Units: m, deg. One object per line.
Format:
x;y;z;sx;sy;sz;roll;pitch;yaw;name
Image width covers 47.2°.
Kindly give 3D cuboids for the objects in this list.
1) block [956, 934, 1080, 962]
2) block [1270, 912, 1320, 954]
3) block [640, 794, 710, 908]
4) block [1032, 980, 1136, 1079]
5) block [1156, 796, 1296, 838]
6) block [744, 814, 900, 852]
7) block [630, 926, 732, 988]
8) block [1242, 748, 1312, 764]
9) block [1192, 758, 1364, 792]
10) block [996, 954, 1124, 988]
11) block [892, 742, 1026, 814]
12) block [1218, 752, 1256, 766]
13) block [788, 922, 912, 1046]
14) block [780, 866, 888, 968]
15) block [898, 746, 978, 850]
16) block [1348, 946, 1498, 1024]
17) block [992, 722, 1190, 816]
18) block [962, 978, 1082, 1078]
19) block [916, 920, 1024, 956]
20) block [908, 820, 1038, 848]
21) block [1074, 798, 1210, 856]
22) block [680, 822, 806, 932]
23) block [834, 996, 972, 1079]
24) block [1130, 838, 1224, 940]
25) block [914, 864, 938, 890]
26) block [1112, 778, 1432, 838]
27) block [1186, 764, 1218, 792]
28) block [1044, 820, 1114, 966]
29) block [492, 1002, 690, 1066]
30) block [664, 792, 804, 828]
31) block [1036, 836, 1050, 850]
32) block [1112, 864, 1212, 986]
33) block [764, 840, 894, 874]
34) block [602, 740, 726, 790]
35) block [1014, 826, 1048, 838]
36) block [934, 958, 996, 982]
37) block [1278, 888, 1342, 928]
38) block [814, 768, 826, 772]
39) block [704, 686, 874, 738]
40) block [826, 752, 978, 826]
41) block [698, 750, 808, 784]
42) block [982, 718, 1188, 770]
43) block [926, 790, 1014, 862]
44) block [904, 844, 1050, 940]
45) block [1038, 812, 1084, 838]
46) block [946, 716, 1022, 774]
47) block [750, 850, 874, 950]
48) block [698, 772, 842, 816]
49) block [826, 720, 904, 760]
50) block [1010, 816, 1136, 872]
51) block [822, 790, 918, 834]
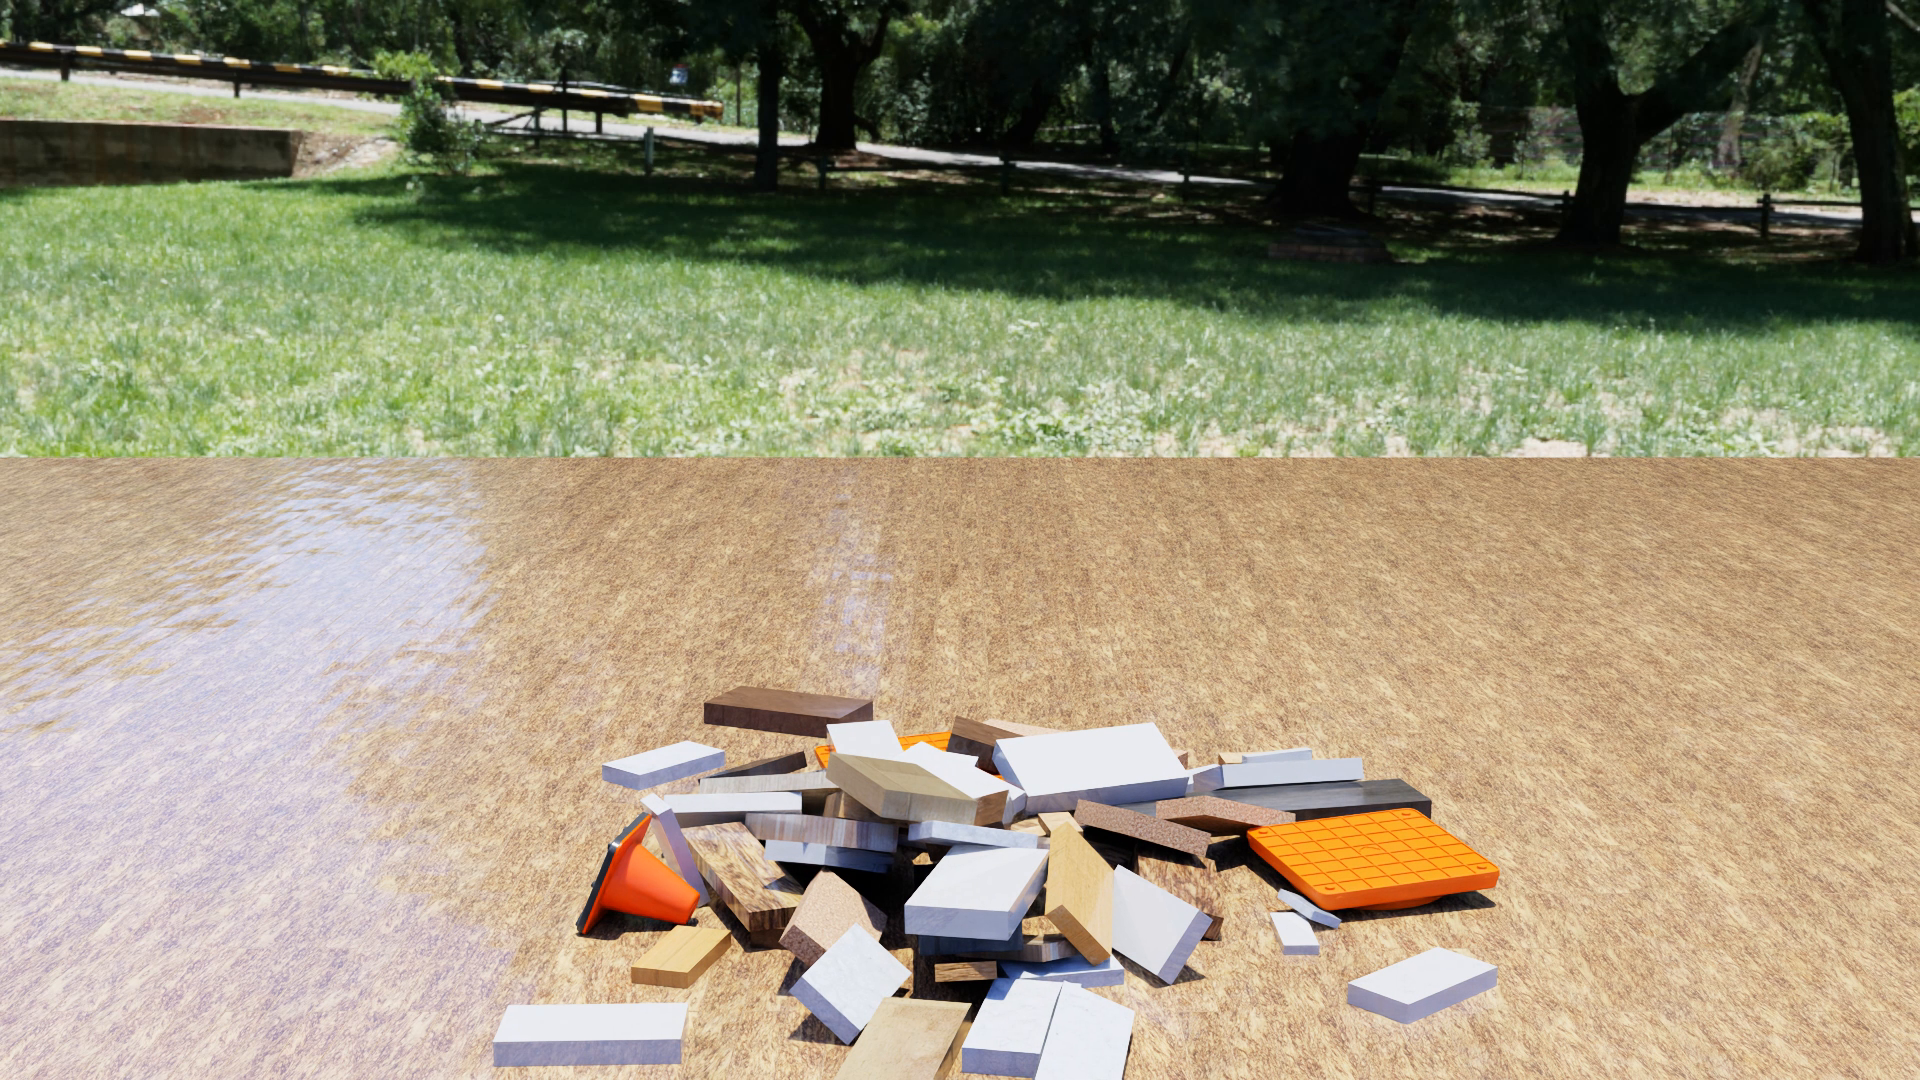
0.087;0.616;3.330;0.175;0.025;0.088;-6;-5;43;block
0.526;0.620;3.466;0.055;0.016;0.144;0;11;-1;block
-0.468;0.510;3.614;0.025;0.180;0.090;-27;20;-20;block
0.158;0.695;2.900;0.108;0.031;0.410;23;14;4;block
0.467;0.485;3.853;0.231;0.033;0.116;16;-20;-38;block
-0.238;0.488;3.675;0.153;0.043;0.403;9;-9;-18;block
-0.424;0.635;3.356;0.090;0.025;0.180;3;11;15;block
0.613;0.445;4.252;0.143;0.072;0.020;-4;9;-21;block
0.600;0.447;4.154;0.285;0.040;0.143;-1;-13;-17;block
0.149;0.646;3.297;0.175;0.025;0.088;-3;11;-14;block
-0.018;0.447;3.965;0.247;0.035;0.124;22;34;35;block
0.595;0.444;4.400;0.143;0.020;0.072;-1;11;-5;block
-0.155;0.636;3.164;0.111;0.031;0.222;41;19;7;block
-0.190;0.593;3.350;0.130;0.037;0.261;39;12;-2;block
-0.062;0.468;3.999;0.130;0.037;0.261;8;28;12;block
0.682;0.654;3.238;0.217;0.031;0.108;-9;14;-41;block
0.241;0.421;4.062;0.325;0.046;0.162;-4;35;-22;block
0.089;0.681;3.079;0.127;0.036;0.254;2;11;11;block
0.010;0.588;3.347;0.151;0.043;0.302;-3;-3;-2;block
0.020;0.465;3.435;0.180;0.026;0.090;11;-15;-24;block
0.308;0.493;3.774;0.143;0.040;0.285;18;-7;-14;block
-0.355;0.549;3.619;0.111;0.031;0.444;-4;11;-21;block
-0.091;0.712;2.911;0.127;0.036;0.454;2;11;11;block
0.352;0.567;3.585;0.136;0.039;0.273;16;11;0;block
0.016;0.554;3.545;0.151;0.043;0.302;-1;-3;-7;block
0.562;0.498;4.055;0.597;0.040;0.143;-2;11;-12;block
0.468;0.466;4.282;0.143;0.020;0.072;-8;13;-35;block
0.184;0.539;3.364;0.033;0.116;0.231;-37;17;19;block
-0.509;0.686;3.054;0.254;0.036;0.127;0;11;-2;block
-0.398;0.491;3.898;0.240;0.034;0.120;-1;-32;-1;block
0.077;0.520;3.676;0.136;0.039;0.273;0;-4;-27;block
0.282;0.588;3.376;0.033;0.116;0.231;39;-9;-28;block
-0.211;0.515;3.568;0.111;0.031;0.222;1;-11;27;block
-0.586;0.446;4.358;0.112;0.032;0.224;9;14;40;block
0.149;0.512;3.841;0.095;0.014;0.048;-7;13;-34;block
0.009;0.629;3.216;0.088;0.025;0.175;-3;-10;0;block
0.562;0.594;3.545;0.055;0.016;0.110;22;2;-23;block
-0.334;0.472;4.053;0.240;0.034;0.120;-13;9;6;block
-0.368;0.370;4.729;0.325;0.046;0.162;5;11;23;block
-0.098;0.401;3.544;0.153;0.043;0.307;10;2;-20;block
-0.395;0.446;4.209;0.112;0.032;0.224;-14;-2;23;block
0.227;0.426;4.457;0.461;0.035;0.124;7;12;32;block
0.019;0.477;3.692;0.131;0.037;0.261;-15;4;5;block
0.030;0.521;3.272;0.151;0.043;0.302;1;9;13;block
0.175;0.499;3.830;0.055;0.016;0.110;-2;11;-11;block
0.140;0.420;4.183;0.331;0.046;0.162;17;8;1;block
-0.236;0.585;3.605;0.120;0.034;0.393;2;11;9;block
-0.256;0.452;3.902;0.398;0.032;0.112;-5;-33;14;block
-0.180;0.405;4.232;0.124;0.035;0.247;-4;13;-9;block
0.206;0.539;3.836;0.273;0.039;0.136;10;14;42;block
-0.141;0.463;3.720;0.153;0.043;0.307;10;-10;-7;block
